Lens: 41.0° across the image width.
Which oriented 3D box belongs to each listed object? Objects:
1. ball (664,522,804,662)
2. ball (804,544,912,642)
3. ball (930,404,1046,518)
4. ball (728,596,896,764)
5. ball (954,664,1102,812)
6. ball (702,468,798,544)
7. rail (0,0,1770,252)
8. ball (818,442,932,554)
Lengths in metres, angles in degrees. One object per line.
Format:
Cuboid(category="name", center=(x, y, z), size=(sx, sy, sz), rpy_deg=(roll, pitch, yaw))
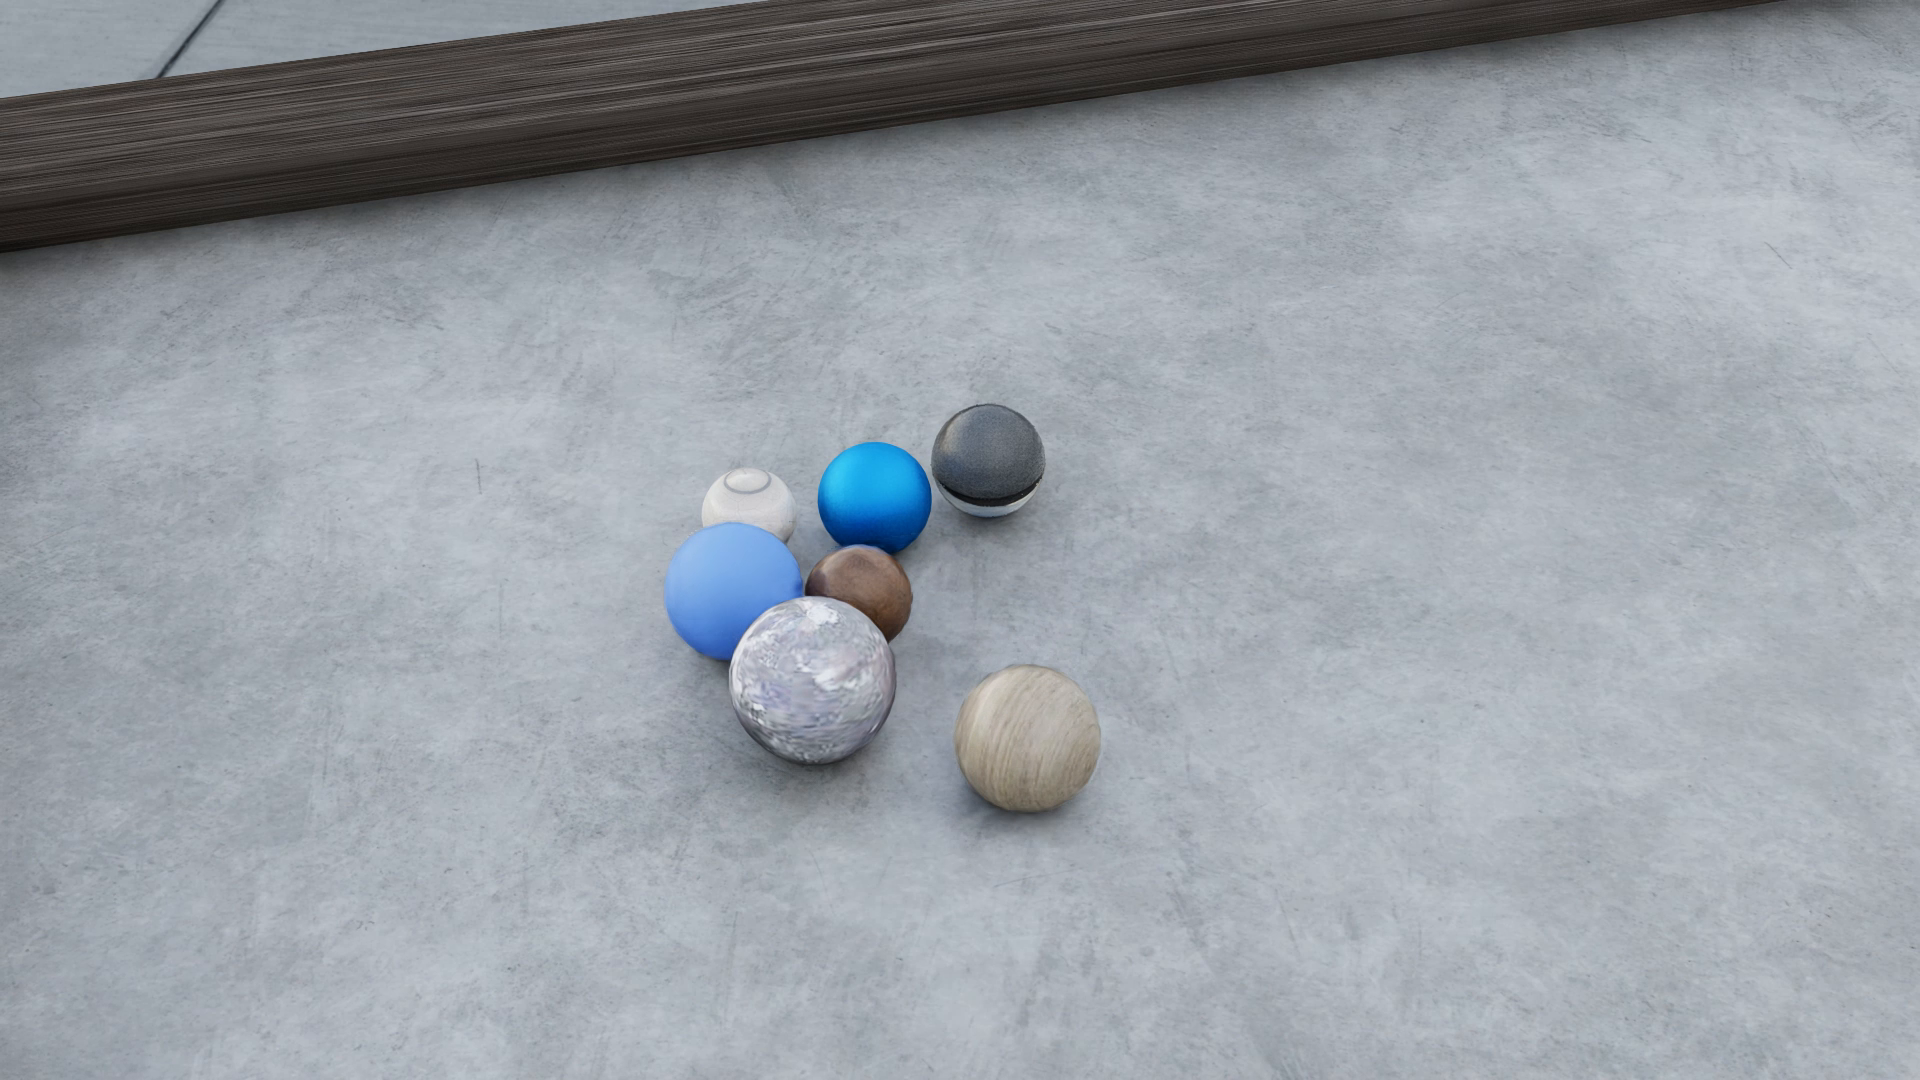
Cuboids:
Cuboid(category="ball", center=(-0.136, 0.031, 1.546), size=(0.084, 0.084, 0.084), rpy_deg=(0, 35, 0))
Cuboid(category="ball", center=(-0.062, 0.035, 1.556), size=(0.066, 0.066, 0.066), rpy_deg=(0, 35, 0))
Cuboid(category="ball", center=(0.018, -0.051, 1.670), size=(0.075, 0.075, 0.075), rpy_deg=(0, 35, 0))
Cuboid(category="ball", center=(-0.084, 0.080, 1.466), size=(0.096, 0.096, 0.096), rpy_deg=(0, 35, 0))
Cuboid(category="ball", center=(0.038, 0.111, 1.434), size=(0.083, 0.083, 0.083), rpy_deg=(0, 35, 0))
Cuboid(category="ball", center=(-0.134, -0.016, 1.633), size=(0.061, 0.061, 0.061), rpy_deg=(0, 35, 0))
Cuboid(category="rail", center=(0.413, -0.472, 2.221), size=(2.527, 0.125, 0.045), rpy_deg=(-10, 37, -14))
Cuboid(category="ball", center=(-0.054, -0.026, 1.636), size=(0.073, 0.073, 0.073), rpy_deg=(0, 35, 0))
